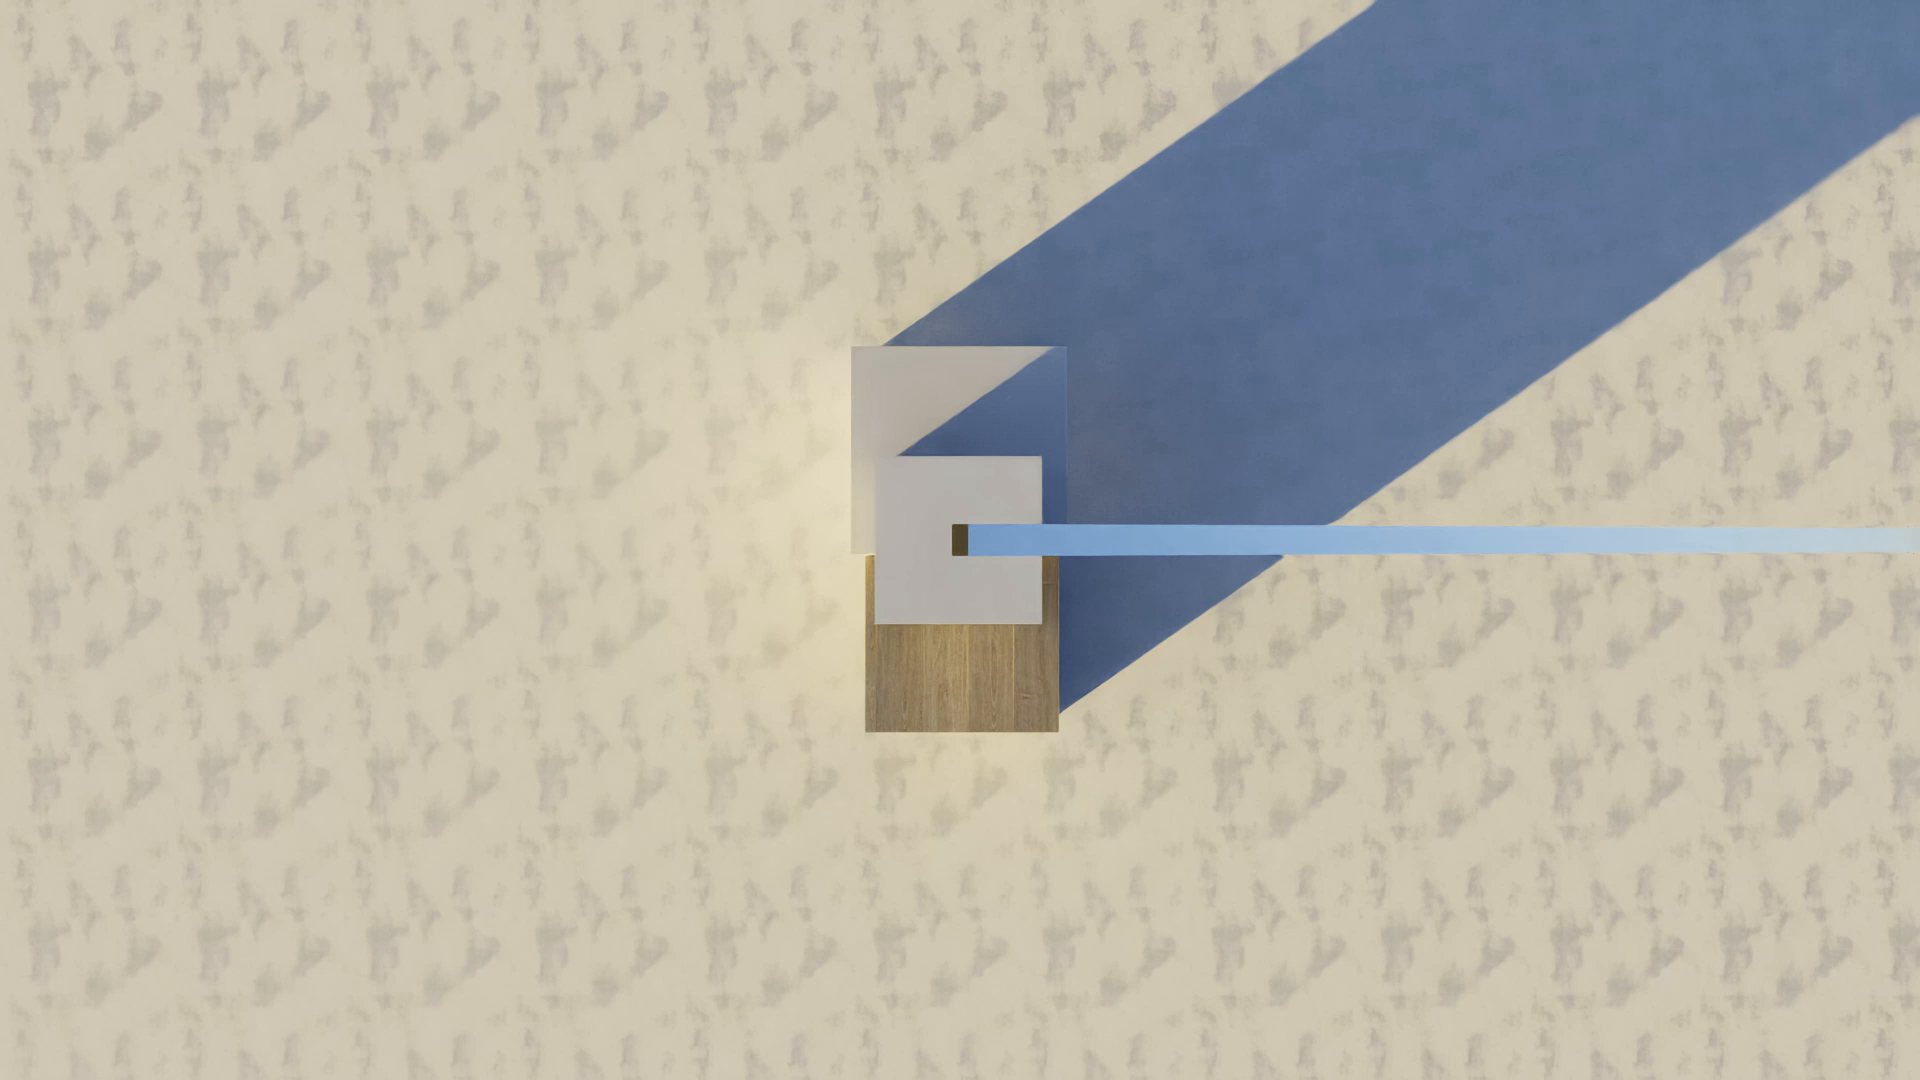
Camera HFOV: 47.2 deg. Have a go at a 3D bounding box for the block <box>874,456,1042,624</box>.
[{"bbox_3d":[-0.008,0.000,10.918,0.799,0.835,0.801,0,90,0],"label":"block"}]

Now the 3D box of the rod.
[{"bbox_3d":[2.234,0.000,6.831,5.200,0.080,0.080,0,90,-31],"label":"rod"}]

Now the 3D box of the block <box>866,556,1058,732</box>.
[{"bbox_3d":[0.011,0.573,12.542,1.064,0.916,0.969,0,90,0],"label":"block"}]

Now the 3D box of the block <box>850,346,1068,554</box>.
[{"bbox_3d":[-0.005,-0.489,12.503,1.181,0.994,1.136,0,90,0],"label":"block"}]
